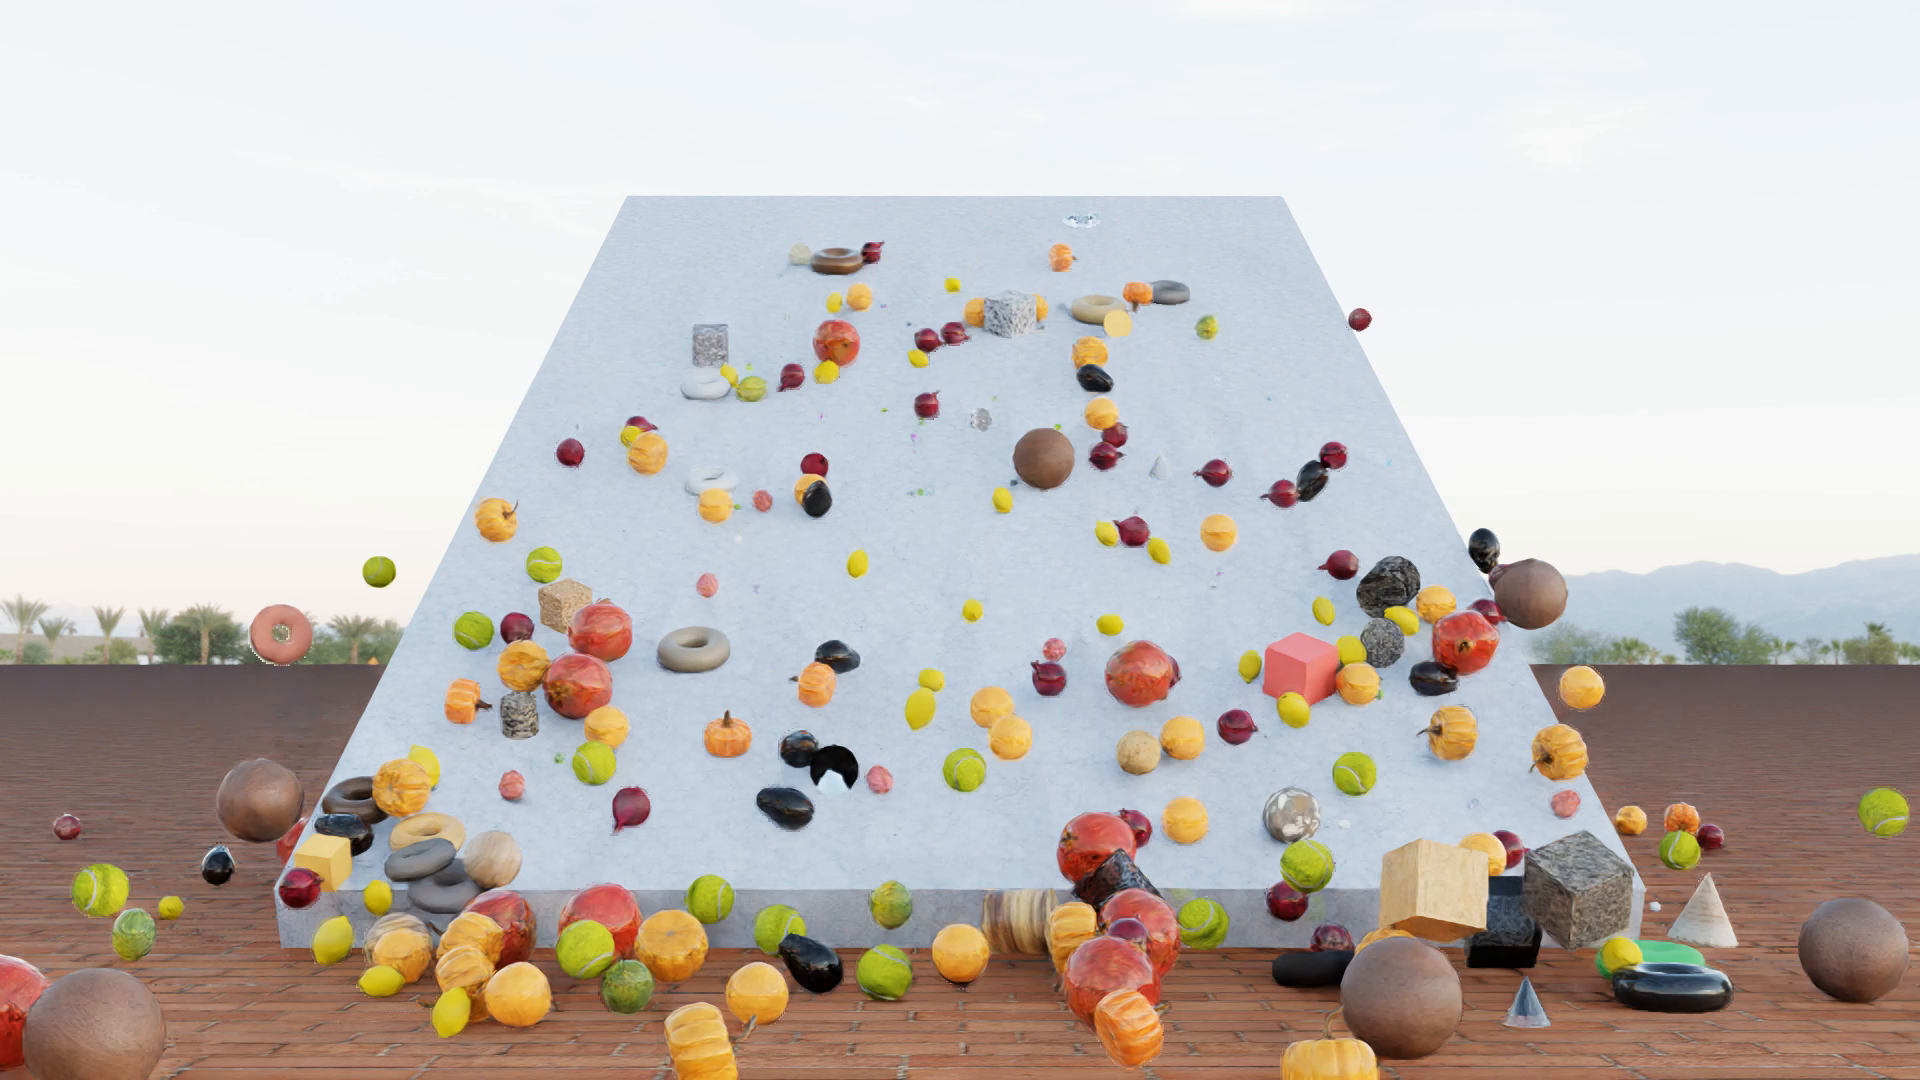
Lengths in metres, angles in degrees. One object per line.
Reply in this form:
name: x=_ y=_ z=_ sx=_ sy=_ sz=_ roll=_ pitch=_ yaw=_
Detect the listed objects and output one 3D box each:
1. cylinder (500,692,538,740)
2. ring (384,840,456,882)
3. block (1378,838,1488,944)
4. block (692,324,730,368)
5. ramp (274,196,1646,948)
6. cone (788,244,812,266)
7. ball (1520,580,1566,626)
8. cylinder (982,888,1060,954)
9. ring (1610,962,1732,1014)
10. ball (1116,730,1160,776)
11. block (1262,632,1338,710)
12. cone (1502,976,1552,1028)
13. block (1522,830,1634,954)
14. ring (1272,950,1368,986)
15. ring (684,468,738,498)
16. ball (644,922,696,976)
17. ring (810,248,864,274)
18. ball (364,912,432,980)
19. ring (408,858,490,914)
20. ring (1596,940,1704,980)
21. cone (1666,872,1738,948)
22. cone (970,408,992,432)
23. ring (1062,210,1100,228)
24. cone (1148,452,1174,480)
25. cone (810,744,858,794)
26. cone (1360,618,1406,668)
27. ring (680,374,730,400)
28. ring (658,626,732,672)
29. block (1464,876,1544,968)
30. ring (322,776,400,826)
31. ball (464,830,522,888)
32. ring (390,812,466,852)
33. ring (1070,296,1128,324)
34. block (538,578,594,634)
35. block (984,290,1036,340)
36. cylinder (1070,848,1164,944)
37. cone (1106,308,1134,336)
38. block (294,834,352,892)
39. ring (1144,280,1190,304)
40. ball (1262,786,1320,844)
cylinder: x=-0.726 y=0.289 z=3.806 sx=0.059 sy=0.059 sz=0.059 roll=0 pitch=23 yaw=0
ring: x=-0.779 y=0.462 z=3.332 sx=0.104 sy=0.035 sz=0.104 roll=-15 pitch=11 yaw=3
block: x=0.585 y=0.434 z=2.856 sx=0.095 sy=0.095 sz=0.095 roll=13 pitch=-23 yaw=-15
block: x=-0.600 y=-0.468 z=5.564 sx=0.082 sy=0.082 sz=0.082 roll=-1 pitch=23 yaw=-3
ramp: x=-0.007 y=-0.225 z=5.229 sx=2.000 sy=0.100 sz=4.000 roll=0 pitch=23 yaw=0
cone: x=-0.442 y=-0.778 z=6.368 sx=0.064 sy=0.064 sz=0.064 roll=0 pitch=-4 yaw=-8
ball: x=1.120 y=0.120 z=4.438 sx=0.086 sy=0.086 sz=0.086 roll=0 pitch=-3 yaw=0
cylinder: x=0.082 y=0.516 z=3.123 sx=0.087 sy=0.087 sz=0.087 roll=-4 pitch=-4 yaw=16
ring: x=0.870 y=0.548 z=2.827 sx=0.143 sy=0.048 sz=0.143 roll=0 pitch=-2 yaw=0
ball: x=0.284 y=0.338 z=3.679 sx=0.072 sy=0.072 sz=0.072 roll=0 pitch=-3 yaw=0
block: x=0.580 y=0.222 z=3.935 sx=0.088 sy=0.088 sz=0.088 roll=-21 pitch=31 yaw=-40
cone: x=0.661 y=0.536 z=2.696 sx=0.057 sy=0.057 sz=0.057 roll=0 pitch=-3 yaw=0
block: x=0.774 y=0.440 z=2.901 sx=0.093 sy=0.093 sz=0.093 roll=-18 pitch=34 yaw=-21
ring: x=0.468 y=0.557 z=3.005 sx=0.125 sy=0.042 sz=0.125 roll=-4 pitch=-10 yaw=-1
ring: x=-0.517 y=-0.121 z=4.804 sx=0.112 sy=0.037 sz=0.112 roll=-1 pitch=24 yaw=0
ball: x=-0.390 y=0.551 z=3.110 sx=0.070 sy=0.070 sz=0.070 roll=0 pitch=-3 yaw=0
ring: x=-0.334 y=-0.760 z=6.301 sx=0.149 sy=0.050 sz=0.149 roll=1 pitch=22 yaw=0
ball: x=-0.747 y=0.540 z=3.075 sx=0.087 sy=0.087 sz=0.087 roll=0 pitch=-3 yaw=0
ring: x=-0.736 y=0.499 z=3.335 sx=0.120 sy=0.040 sz=0.120 roll=-1 pitch=22 yaw=0
ring: x=0.912 y=0.560 z=3.054 sx=0.140 sy=0.047 sz=0.140 roll=0 pitch=-1 yaw=0
cone: x=1.018 y=0.499 z=3.154 sx=0.095 sy=0.095 sz=0.095 roll=5 pitch=1 yaw=0
cone: x=0.034 y=-0.264 z=5.162 sx=0.054 sy=0.054 sz=0.054 roll=2 pitch=-8 yaw=-29
ring: x=0.354 y=-0.935 z=6.732 sx=0.109 sy=0.036 sz=0.109 roll=1 pitch=22 yaw=0
cone: x=0.425 y=-0.163 z=4.887 sx=0.054 sy=0.054 sz=0.054 roll=0 pitch=23 yaw=0
cone: x=-0.208 y=0.363 z=3.663 sx=0.078 sy=0.078 sz=0.078 roll=1 pitch=-4 yaw=-16
cone: x=0.765 y=0.187 z=4.080 sx=0.088 sy=0.088 sz=0.088 roll=-2 pitch=-10 yaw=38
ring: x=-0.590 y=-0.356 z=5.358 sx=0.116 sy=0.039 sz=0.116 roll=0 pitch=22 yaw=0
ring: x=-0.467 y=0.192 z=4.058 sx=0.130 sy=0.043 sz=0.130 roll=0 pitch=24 yaw=0
block: x=0.741 y=0.524 z=3.167 sx=0.091 sy=0.091 sz=0.091 roll=-1 pitch=-42 yaw=4
ring: x=-0.924 y=0.402 z=3.563 sx=0.119 sy=0.040 sz=0.119 roll=0 pitch=23 yaw=0
ball: x=-0.666 y=0.455 z=3.293 sx=0.083 sy=0.083 sz=0.083 roll=0 pitch=-3 yaw=0
ring: x=-0.798 y=0.445 z=3.465 sx=0.114 sy=0.038 sz=0.114 roll=0 pitch=21 yaw=0
ring: x=0.353 y=-0.587 z=5.896 sx=0.148 sy=0.049 sz=0.148 roll=1 pitch=22 yaw=0
block: x=-0.715 y=0.119 z=4.195 sx=0.069 sy=0.069 sz=0.069 roll=-21 pitch=31 yaw=-41
block: x=0.126 y=-0.564 z=5.781 sx=0.093 sy=0.093 sz=0.093 roll=20 pitch=30 yaw=39
cylinder: x=0.216 y=0.489 z=3.177 sx=0.093 sy=0.093 sz=0.093 roll=-40 pitch=-5 yaw=-4
cone: x=0.389 y=-0.535 z=5.791 sx=0.073 sy=0.073 sz=0.073 roll=1 pitch=-14 yaw=-13
block: x=-0.930 y=0.472 z=3.376 sx=0.058 sy=0.058 sz=0.058 roll=6 pitch=24 yaw=13
ring: x=0.544 y=-0.647 z=6.049 sx=0.123 sy=0.041 sz=0.123 roll=1 pitch=24 yaw=0
ball: x=0.500 y=0.415 z=3.481 sx=0.086 sy=0.086 sz=0.086 roll=0 pitch=-3 yaw=0
